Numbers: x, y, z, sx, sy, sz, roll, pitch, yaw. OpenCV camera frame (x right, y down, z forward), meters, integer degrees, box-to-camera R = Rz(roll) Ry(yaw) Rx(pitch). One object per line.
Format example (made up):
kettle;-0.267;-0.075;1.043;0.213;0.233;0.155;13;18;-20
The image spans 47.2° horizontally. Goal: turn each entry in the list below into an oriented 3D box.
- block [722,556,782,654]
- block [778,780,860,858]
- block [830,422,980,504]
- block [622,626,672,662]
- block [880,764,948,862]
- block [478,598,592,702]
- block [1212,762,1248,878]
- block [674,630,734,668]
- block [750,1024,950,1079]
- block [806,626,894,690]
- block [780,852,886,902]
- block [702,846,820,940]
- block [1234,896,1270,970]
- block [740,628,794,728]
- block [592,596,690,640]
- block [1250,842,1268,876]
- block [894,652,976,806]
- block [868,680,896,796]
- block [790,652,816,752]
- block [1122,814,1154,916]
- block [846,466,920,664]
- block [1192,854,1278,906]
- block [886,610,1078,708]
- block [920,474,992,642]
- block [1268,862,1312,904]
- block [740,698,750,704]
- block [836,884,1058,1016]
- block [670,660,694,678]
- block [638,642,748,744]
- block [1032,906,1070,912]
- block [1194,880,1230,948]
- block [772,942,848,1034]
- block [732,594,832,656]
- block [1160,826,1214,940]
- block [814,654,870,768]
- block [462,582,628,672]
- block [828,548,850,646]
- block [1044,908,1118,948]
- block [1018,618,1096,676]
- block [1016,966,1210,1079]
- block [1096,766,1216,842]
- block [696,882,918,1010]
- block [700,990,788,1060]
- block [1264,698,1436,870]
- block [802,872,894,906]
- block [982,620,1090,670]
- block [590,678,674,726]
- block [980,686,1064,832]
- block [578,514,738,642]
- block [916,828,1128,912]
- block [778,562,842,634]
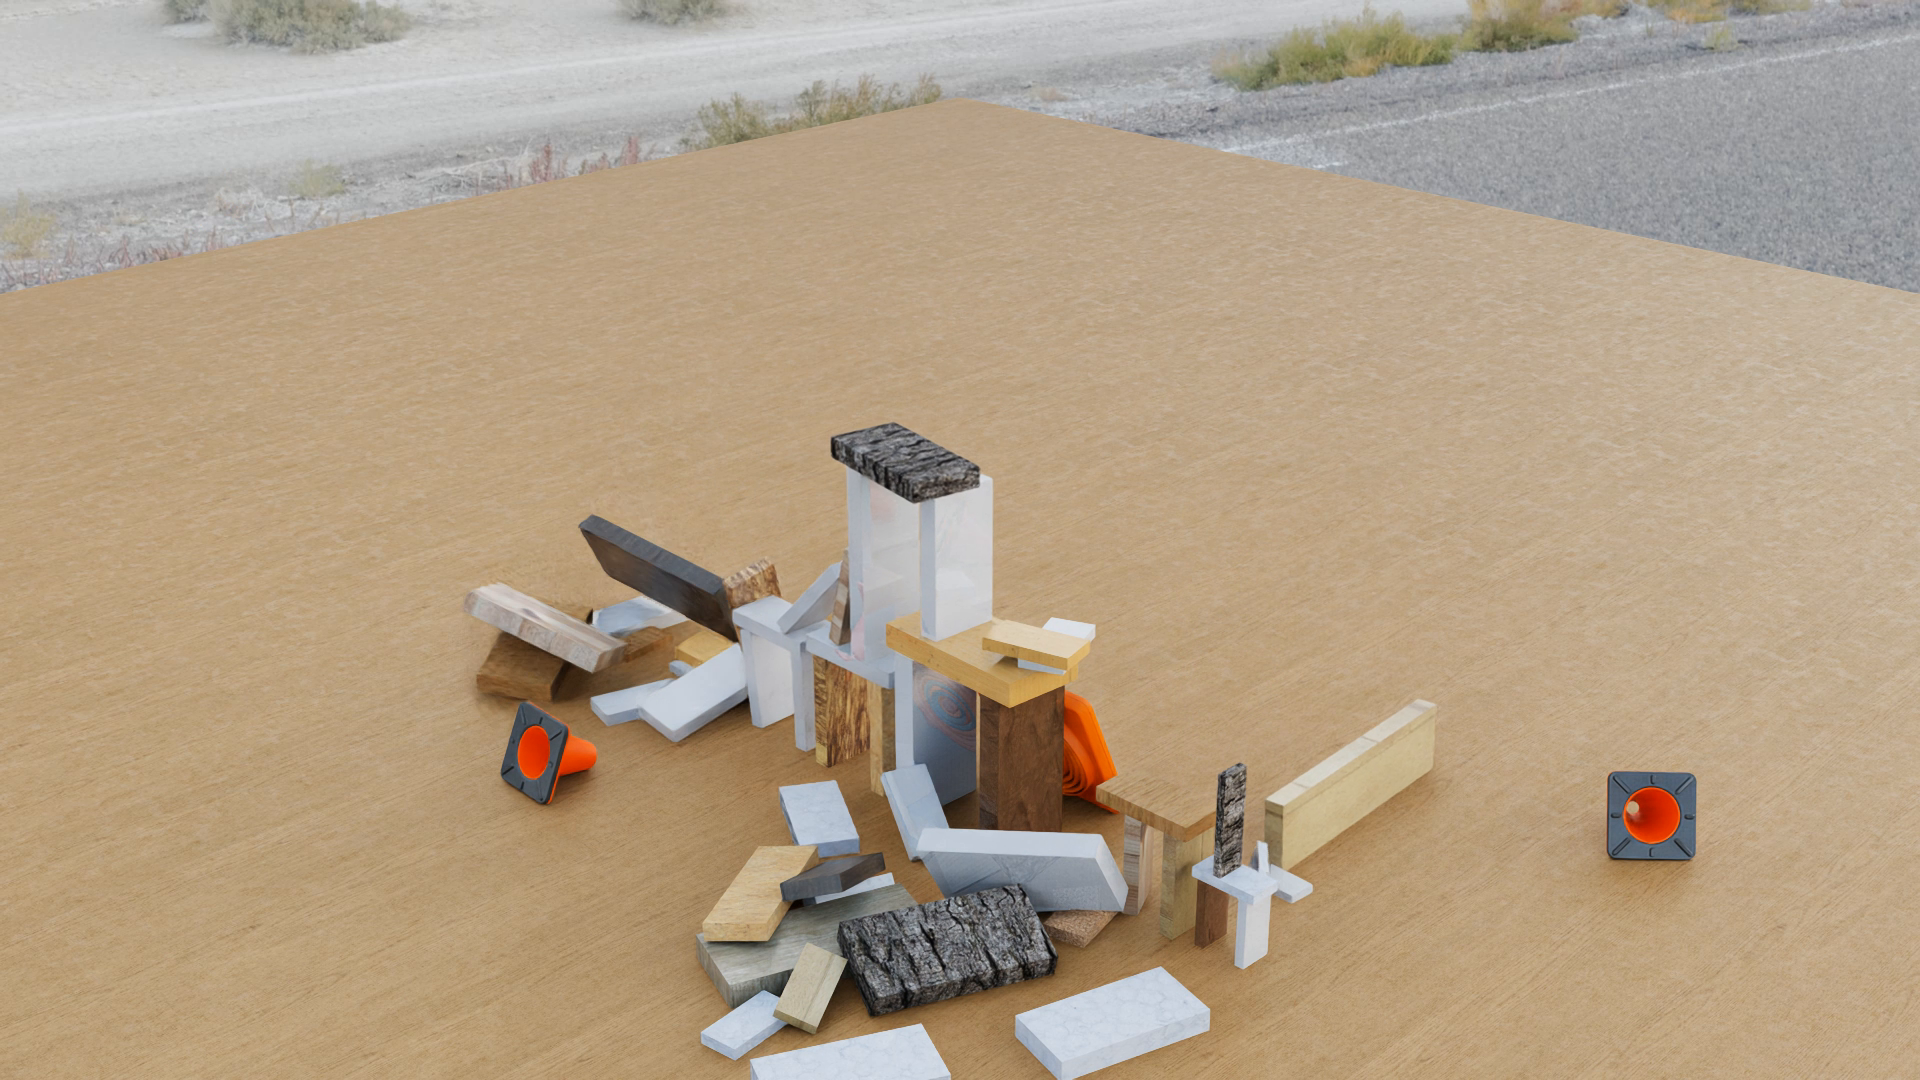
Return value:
block;-0.445;0.151;4.833;0.113;0.226;0.032;-31;48;-22
block;-0.283;0.559;4.401;0.118;0.034;0.237;-6;24;-13
block;-0.109;-0.152;4.252;0.150;0.042;0.300;-15;27;-31
block;-0.752;0.243;5.162;0.072;0.021;0.145;17;28;34
block;-0.083;0.535;4.327;0.091;0.026;0.182;-11;64;-24
block;-0.971;0.247;5.043;0.169;0.048;0.337;9;30;3
block;0.480;0.500;3.912;0.017;0.206;0.060;21;31;40
block;-0.499;0.290;4.951;0.289;0.028;0.099;25;35;25
block;-0.181;0.885;3.620;0.299;0.042;0.149;-8;24;-18
block;-0.185;0.230;4.519;0.127;0.036;0.255;-21;31;-40
block;-0.235;0.627;4.097;0.118;0.034;0.237;-12;-2;17
block;-0.366;0.653;4.089;0.118;0.034;0.371;-2;13;11
block;0.526;0.694;3.947;0.020;0.140;0.070;21;31;41
block;-0.414;0.284;4.799;0.032;0.225;0.112;12;25;43
block;-0.788;0.190;5.267;0.252;0.036;0.126;-20;30;-38
block;0.565;0.633;4.157;0.017;0.060;0.121;11;35;-3
block;-0.048;0.369;4.434;0.179;0.357;0.051;-21;31;-41
block;-0.126;0.388;4.521;0.036;0.255;0.127;21;31;41
block;-0.304;0.328;4.699;0.032;0.225;0.112;18;29;40
block;0.334;0.582;4.116;0.030;0.214;0.107;8;24;17
block;-0.152;0.032;4.407;0.150;0.417;0.042;-20;30;-39
block;0.493;0.608;3.946;0.140;0.020;0.070;21;31;41
block;0.040;0.215;4.273;0.179;0.051;0.357;-19;30;-38
block;-0.006;0.034;4.253;0.150;0.300;0.042;-20;30;-39
block;0.607;0.653;4.201;0.060;0.017;0.121;-19;30;-38
block;-0.526;0.319;4.943;0.072;0.021;0.145;-5;34;-21
block;-0.023;0.726;3.911;0.352;0.050;0.176;-9;43;-22
block;-0.593;0.303;5.020;0.072;0.021;0.145;-19;29;-37
block;-0.543;0.326;4.839;0.319;0.036;0.126;-32;47;-32
block;0.186;0.651;4.157;0.085;0.024;0.169;-7;16;20
block;0.460;0.668;4.008;0.020;0.140;0.070;21;31;41
block;-0.260;0.777;3.819;0.079;0.022;0.157;23;41;3
block;-0.373;0.182;4.711;0.112;0.032;0.225;-21;31;-40
block;0.416;0.616;4.035;0.030;0.214;0.107;21;31;41
block;-0.246;0.341;4.632;0.127;0.255;0.036;-21;31;-41
block;-0.936;0.196;4.964;0.337;0.048;0.169;24;10;10
block;-0.199;0.102;4.485;0.113;0.226;0.032;-20;44;-39
block;0.233;0.696;4.090;0.085;0.024;0.169;13;26;28
block;0.186;0.202;4.206;0.091;0.026;0.182;9;25;21
block;0.261;0.826;3.760;0.299;0.042;0.149;-12;26;-27
block;0.365;0.484;4.034;0.214;0.030;0.107;21;31;40
block;-0.256;0.730;3.976;0.403;0.050;0.176;-11;25;-24
block;-0.361;0.831;3.773;0.079;0.022;0.157;17;28;34
block;0.789;0.488;4.417;0.042;0.149;0.563;17;28;39
block;-0.209;0.659;4.122;0.158;0.022;0.079;-11;-14;-24
block;0.144;0.198;4.151;0.182;0.026;0.091;13;26;28
block;-0.709;0.359;4.879;0.197;0.028;0.099;-13;26;-28
block;0.120;0.437;4.274;0.179;0.357;0.051;-20;30;-39
block;-0.698;0.089;5.199;0.539;0.169;0.048;23;58;42
block;0.114;0.604;4.031;0.352;0.176;0.050;-1;49;25
block;-0.276;0.111;4.571;0.113;0.260;0.032;-20;74;-39
